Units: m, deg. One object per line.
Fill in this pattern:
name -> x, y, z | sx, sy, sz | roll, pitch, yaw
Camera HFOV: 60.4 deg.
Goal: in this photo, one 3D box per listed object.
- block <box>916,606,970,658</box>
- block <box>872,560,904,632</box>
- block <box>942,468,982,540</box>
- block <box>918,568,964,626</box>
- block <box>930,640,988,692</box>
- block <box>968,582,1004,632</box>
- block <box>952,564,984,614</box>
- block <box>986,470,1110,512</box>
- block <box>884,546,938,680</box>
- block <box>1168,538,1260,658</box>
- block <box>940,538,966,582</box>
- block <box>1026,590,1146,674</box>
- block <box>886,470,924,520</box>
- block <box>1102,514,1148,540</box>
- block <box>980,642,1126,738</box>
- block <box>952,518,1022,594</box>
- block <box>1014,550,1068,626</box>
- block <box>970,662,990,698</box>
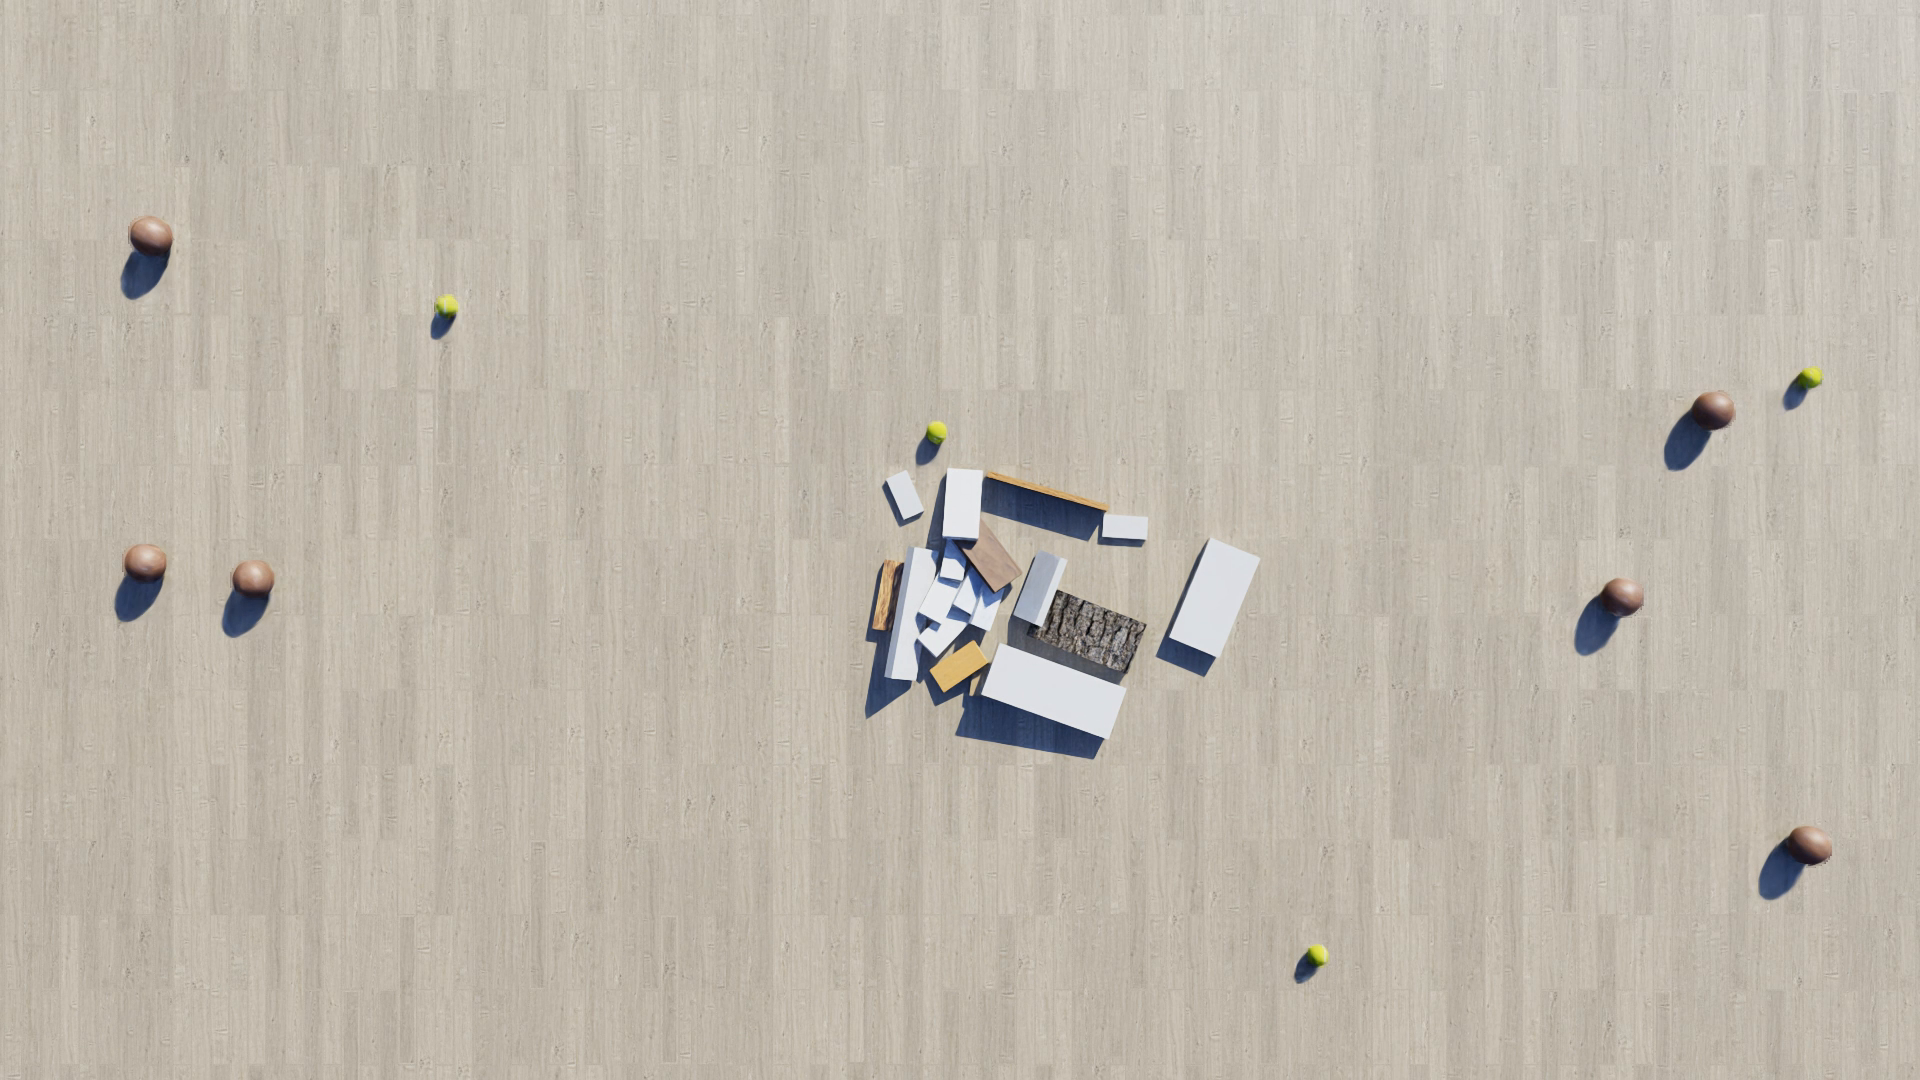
block -> -0.050, 0.295, 5.465 | 0.089, 0.025, 0.177 | 45, 75, 0
block -> -0.212, 0.189, 5.483 | 0.117, 0.033, 0.233 | 10, 90, 0
block -> 0.009, -0.117, 5.451 | 0.117, 0.033, 0.234 | 4, 74, 0
block -> -0.061, 0.184, 5.458 | 0.089, 0.025, 0.177 | 29, 72, -4
block -> -0.003, 0.419, 5.465 | 0.177, 0.025, 0.089 | -35, 81, 10
block -> 0.088, 0.218, 5.462 | 0.076, 0.021, 0.151 | 24, 81, -28
block -> 0.039, 0.164, 5.462 | 0.076, 0.021, 0.151 | 31, 77, -19
block -> 0.291, -0.162, 5.463 | 0.415, 0.074, 0.021 | 16, 90, 0
block -> -0.159, 0.243, 5.446 | 0.033, 0.117, 0.436 | 10, 90, 43
block -> 0.842, 0.191, 5.475 | 0.178, 0.050, 0.356 | 23, 90, 0
block -> -0.016, 0.057, 5.469 | 0.076, 0.021, 0.151 | 11, 74, -1
block -> 0.420, 0.297, 5.475 | 0.356, 0.050, 0.178 | 21, 90, 0
block -> -0.182, -0.150, 5.490 | 0.074, 0.021, 0.148 | -24, 90, 0
block -> 0.549, -0.043, 5.490 | 0.148, 0.021, 0.074 | 4, 90, 0
block -> 0.307, 0.498, 5.446 | 0.451, 0.050, 0.178 | 20, 89, -7
block -> 0.089, 0.051, 5.452 | 0.117, 0.033, 0.234 | -35, 82, -16
block -> 0.265, 0.157, 5.444 | 0.033, 0.117, 0.234 | 21, 90, -39
block -> 0.155, 0.473, 5.483 | 0.233, 0.033, 0.117 | 8, 90, 0
